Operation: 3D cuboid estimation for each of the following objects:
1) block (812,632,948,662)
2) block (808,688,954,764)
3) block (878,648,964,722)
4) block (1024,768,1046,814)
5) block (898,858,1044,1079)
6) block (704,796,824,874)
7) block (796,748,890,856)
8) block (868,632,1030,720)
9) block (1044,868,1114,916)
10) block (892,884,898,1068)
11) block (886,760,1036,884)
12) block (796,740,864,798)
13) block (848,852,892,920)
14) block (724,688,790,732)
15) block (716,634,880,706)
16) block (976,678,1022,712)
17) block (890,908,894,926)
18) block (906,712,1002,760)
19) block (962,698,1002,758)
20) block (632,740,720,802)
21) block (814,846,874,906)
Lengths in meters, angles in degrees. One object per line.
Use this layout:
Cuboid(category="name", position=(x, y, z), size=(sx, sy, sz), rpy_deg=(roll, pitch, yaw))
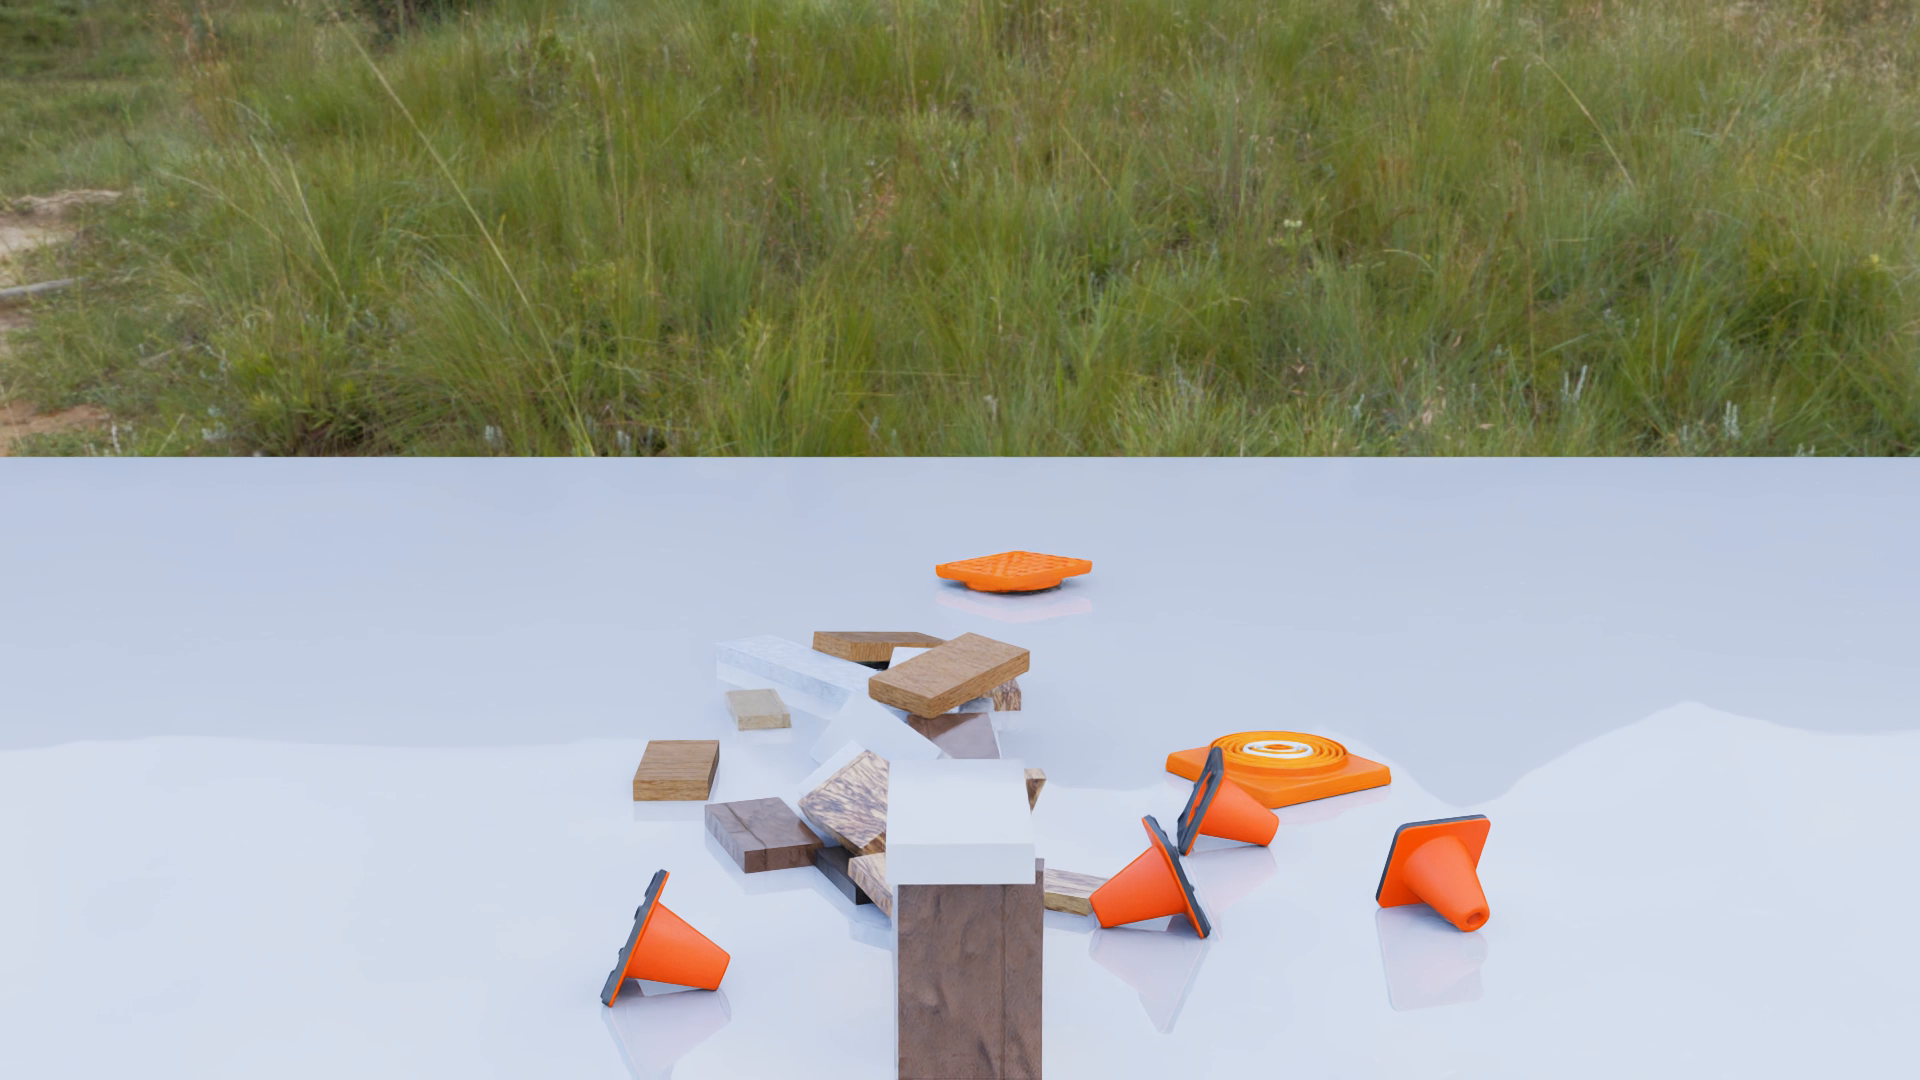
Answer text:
Cuboid(category="block", position=(-0.181, 0.253, 5.246), size=(0.306, 0.043, 0.153), rpy_deg=(2, 7, -39))
Cuboid(category="block", position=(-0.151, 0.415, 4.189), size=(0.046, 0.162, 0.483), rpy_deg=(39, -6, -23))
Cuboid(category="block", position=(-0.072, 0.307, 4.545), size=(0.162, 0.046, 0.325), rpy_deg=(2, 20, 4))
Cuboid(category="block", position=(0.066, 0.409, 3.283), size=(0.078, 0.157, 0.022), rpy_deg=(2, 34, -30))
Cuboid(category="block", position=(0.014, 0.577, 2.755), size=(0.180, 0.359, 0.051), rpy_deg=(1, 10, 4))
Cuboid(category="block", position=(-0.352, 0.523, 3.918), size=(0.141, 0.040, 0.283), rpy_deg=(-4, 11, -20))
Cuboid(category="block", position=(-0.156, 0.465, 3.838), size=(0.162, 0.046, 0.323), rpy_deg=(-37, 20, -15))
Cuboid(category="block", position=(-0.019, 0.274, 4.499), size=(0.162, 0.046, 0.323), rpy_deg=(15, 24, 36))
Cuboid(category="block", position=(0.135, 0.577, 3.654), size=(0.215, 0.030, 0.108), rpy_deg=(5, 12, 27))
Cuboid(category="block", position=(0.000, 0.536, 2.976), size=(0.180, 0.359, 0.051), rpy_deg=(0, 12, -1))
Cuboid(category="block", position=(-0.003, 0.356, 2.818), size=(0.180, 0.051, 0.359), rpy_deg=(0, 11, -1))
Cuboid(category="block", position=(-0.188, 0.466, 4.027), size=(0.141, 0.040, 0.318), rpy_deg=(-39, 22, -11))
Cuboid(category="block", position=(-0.085, 0.572, 3.575), size=(0.108, 0.030, 0.215), rpy_deg=(-6, 23, -29))
Cuboid(category="block", position=(-0.441, 0.368, 4.779), size=(0.112, 0.032, 0.223), rpy_deg=(-3, 11, -13))
Cuboid(category="block", position=(-0.321, 0.309, 5.062), size=(0.153, 0.043, 0.677), rpy_deg=(-8, 13, -36))
Cuboid(category="block", position=(0.042, 0.327, 4.967), size=(0.153, 0.043, 0.306), rpy_deg=(-1, 11, -6))
Cuboid(category="block", position=(-0.009, 0.583, 3.349), size=(0.125, 0.035, 0.250), rpy_deg=(9, -9, -17))
Cuboid(category="block", position=(-0.009, 0.421, 4.224), size=(0.162, 0.046, 0.325), rpy_deg=(-2, 20, -6))
Cuboid(category="block", position=(-0.006, 0.403, 4.411), size=(0.162, 0.046, 0.325), rpy_deg=(0, 20, -3))
Cuboid(category="block", position=(-0.554, 0.450, 4.313), size=(0.141, 0.040, 0.283), rpy_deg=(0, 11, -2))
Cuboid(category="block", position=(-0.162, 0.564, 3.728), size=(0.108, 0.030, 0.215), rpy_deg=(-4, 11, -22))
